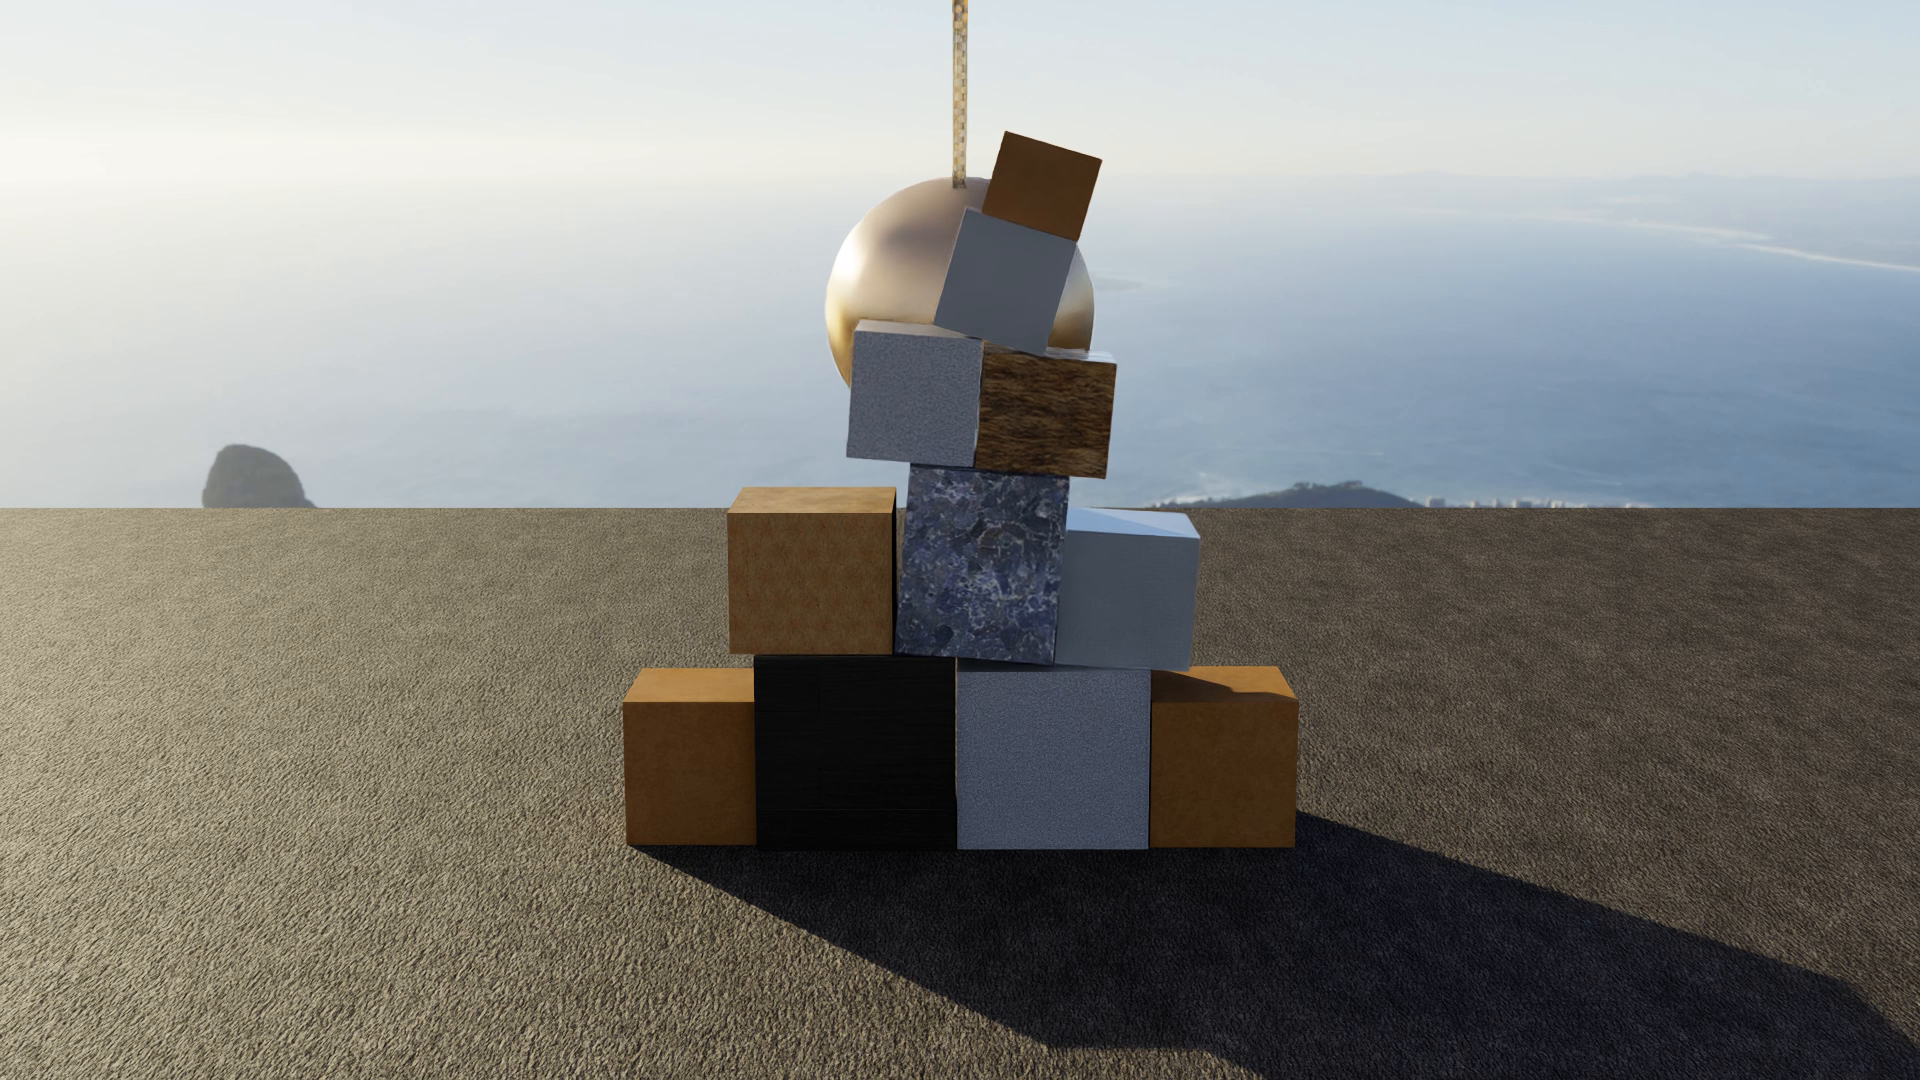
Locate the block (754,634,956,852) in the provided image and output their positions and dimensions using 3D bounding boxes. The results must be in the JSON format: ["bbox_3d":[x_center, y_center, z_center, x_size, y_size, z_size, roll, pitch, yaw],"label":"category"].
[{"bbox_3d":[-0.520,0.983,11.371,0.993,0.997,0.940,0,10,0],"label":"block"}]

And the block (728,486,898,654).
[{"bbox_3d":[-0.737,0.143,11.223,0.805,0.709,0.825,0,10,0],"label":"block"}]

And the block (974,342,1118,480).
[{"bbox_3d":[0.420,-0.660,11.052,0.647,0.572,0.587,5,10,-1],"label":"block"}]

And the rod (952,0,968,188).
[{"bbox_3d":[0.000,-4.276,11.316,0.080,5.200,0.080,0,31,0],"label":"rod"}]

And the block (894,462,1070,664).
[{"bbox_3d":[0.106,0.051,11.187,0.782,0.922,0.895,5,10,-1],"label":"block"}]

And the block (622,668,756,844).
[{"bbox_3d":[-1.355,1.110,11.382,0.657,0.745,0.706,0,10,0],"label":"block"}]

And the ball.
[{"bbox_3d":[0.000,-1.348,13.044,1.600,1.600,1.600,0,10,0],"label":"ball"}]

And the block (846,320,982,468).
[{"bbox_3d":[-0.224,-0.746,11.064,0.624,0.628,0.653,4,10,-1],"label":"block"}]

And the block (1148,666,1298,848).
[{"bbox_3d":[1.319,1.108,11.368,0.729,0.752,0.759,0,10,0],"label":"block"}]

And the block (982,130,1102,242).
[{"bbox_3d":[0.408,-1.747,10.850,0.493,0.410,0.420,17,10,1],"label":"block"}]

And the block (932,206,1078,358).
[{"bbox_3d":[0.217,-1.296,10.942,0.561,0.580,0.610,16,10,-3],"label":"block"}]

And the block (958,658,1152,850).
[{"bbox_3d":[0.465,1.023,11.385,0.958,0.913,0.884,0,10,0],"label":"block"}]

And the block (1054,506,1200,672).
[{"bbox_3d":[0.826,0.238,11.214,0.672,0.676,0.718,4,10,-1],"label":"block"}]
